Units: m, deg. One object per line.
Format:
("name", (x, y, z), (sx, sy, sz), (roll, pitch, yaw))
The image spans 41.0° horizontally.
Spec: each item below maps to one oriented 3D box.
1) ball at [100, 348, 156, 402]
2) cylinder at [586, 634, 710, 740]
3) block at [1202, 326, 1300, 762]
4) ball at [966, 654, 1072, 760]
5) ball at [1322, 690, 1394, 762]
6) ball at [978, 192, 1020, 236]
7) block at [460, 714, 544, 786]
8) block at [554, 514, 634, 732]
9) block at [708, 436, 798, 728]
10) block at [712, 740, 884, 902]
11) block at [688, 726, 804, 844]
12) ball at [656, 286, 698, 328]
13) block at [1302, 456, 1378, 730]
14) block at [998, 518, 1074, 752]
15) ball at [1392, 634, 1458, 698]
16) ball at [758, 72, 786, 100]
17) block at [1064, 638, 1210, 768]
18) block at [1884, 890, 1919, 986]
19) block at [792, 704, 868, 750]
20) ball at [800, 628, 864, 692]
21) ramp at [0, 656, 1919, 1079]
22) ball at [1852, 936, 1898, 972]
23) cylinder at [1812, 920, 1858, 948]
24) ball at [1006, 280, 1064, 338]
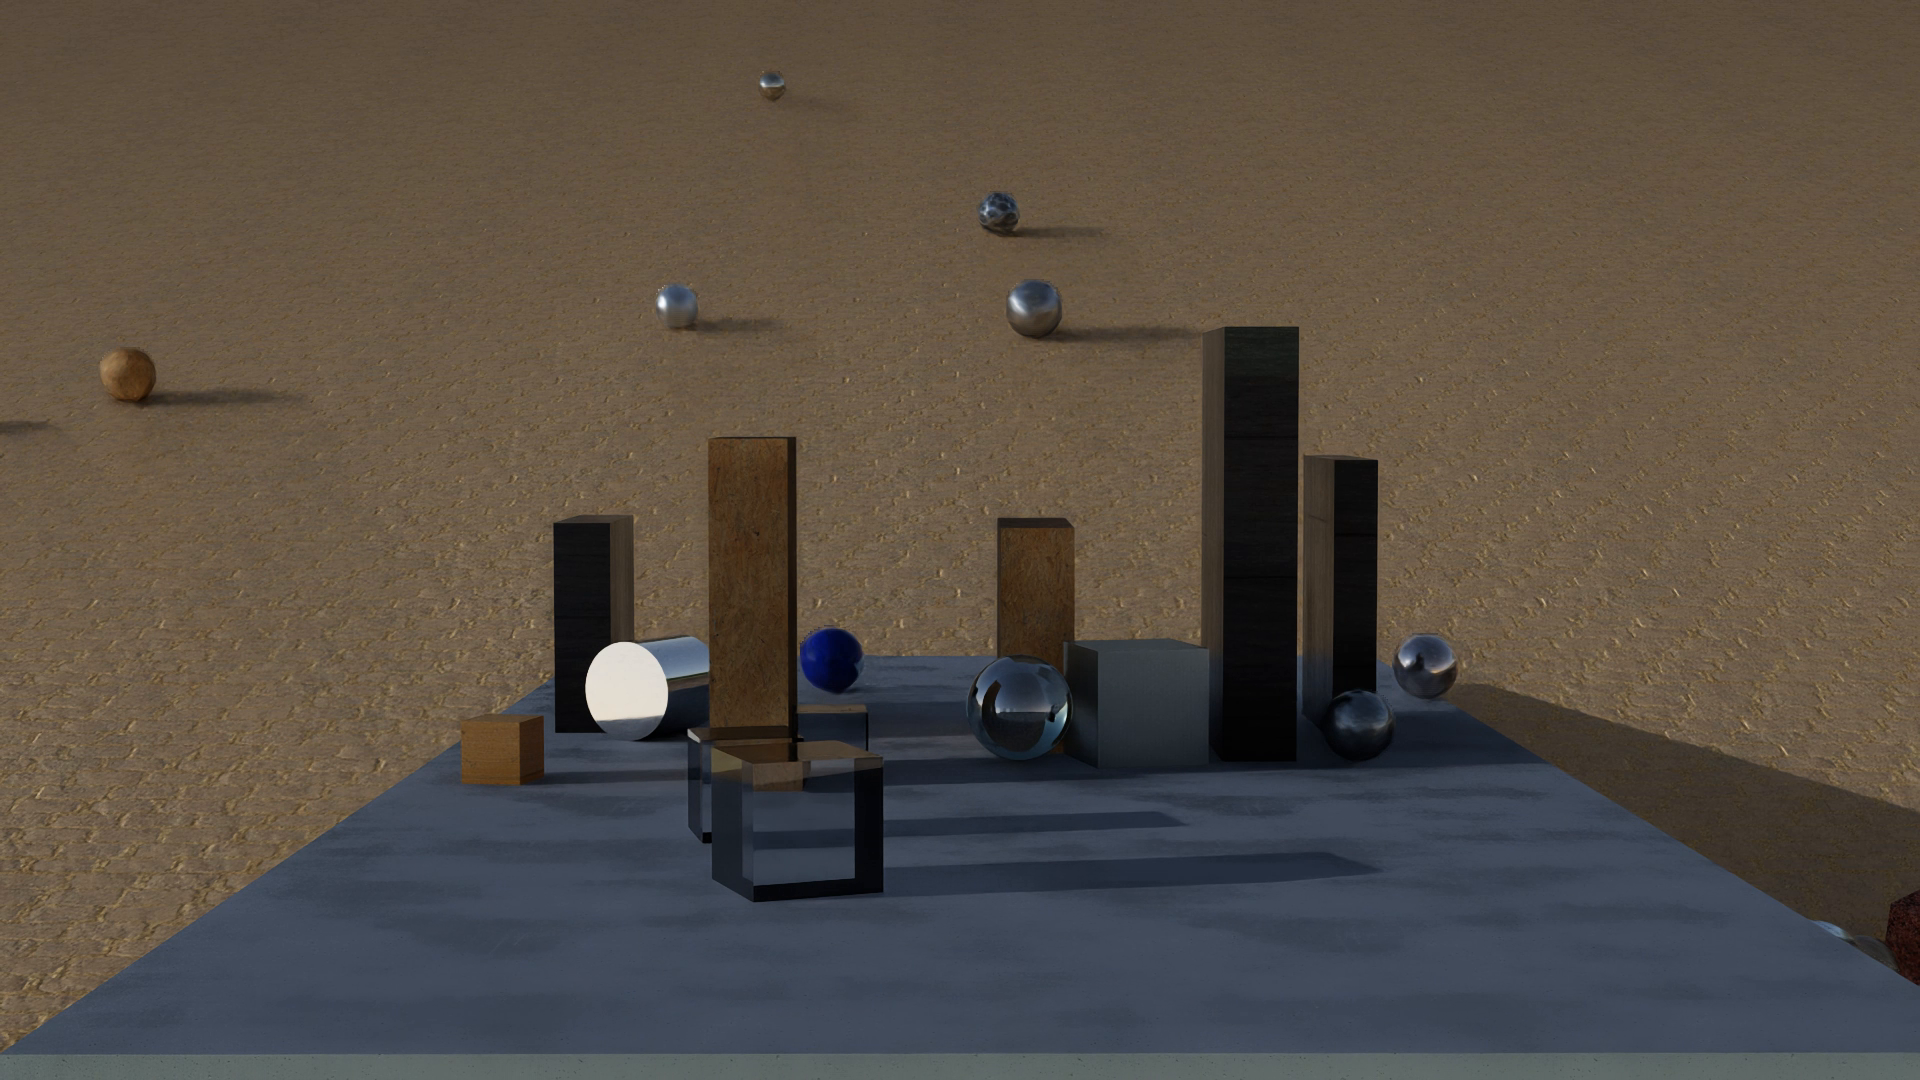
("ball", (-2.820, -0.560, 8.715), (0.182, 0.182, 0.182), (0, 21, 0))
("cylinder", (-0.590, 0.283, 4.962), (0.189, 0.189, 0.189), (11, 8, 26))
("block", (0.535, -0.002, 4.781), (0.132, 0.775, 0.410), (0, 3, 0))
("ball", (0.107, 0.300, 4.610), (0.191, 0.191, 0.191), (0, 21, 0))
("ball", (0.713, 0.332, 4.600), (0.128, 0.128, 0.128), (0, 21, 0))
("ball", (0.163, -1.367, 10.784), (0.176, 0.176, 0.176), (0, 21, 0))
("block", (-0.778, 0.356, 4.377), (0.105, 0.105, 0.105), (1, 3, 13))
("block", (-0.733, 0.161, 5.174), (0.110, 0.409, 0.366), (0, 3, 0))
("block", (-0.354, 0.115, 4.418), (0.132, 0.581, 0.244), (0, 3, 0))
("block", (-0.217, 0.370, 3.412), (0.179, 0.179, 0.179), (-1, 3, -23))
("block", (-0.320, 0.362, 3.830), (0.150, 0.150, 0.150), (-1, 3, -14))
("ball", (-1.048, -0.865, 9.526), (0.159, 0.159, 0.159), (0, 21, 0))
("block", (0.747, 0.104, 5.075), (0.083, 0.533, 0.427), (0, 3, 0))
("block", (0.142, 0.173, 4.910), (0.135, 0.413, 0.419), (0, 3, 0))
("ball", (1.010, 0.274, 5.574), (0.140, 0.140, 0.140), (0, 21, 0))
("ball", (-0.977, -2.357, 13.352), (0.144, 0.144, 0.144), (0, 21, 0))
("block", (0.315, 0.291, 4.627), (0.206, 0.206, 0.206), (-1, 3, -15))
("block", (2.001, 0.816, 5.249), (0.150, 0.150, 0.150), (-15, 26, -34))
("block", (-0.220, 0.348, 4.354), (0.124, 0.124, 0.124), (0, 3, -5))
("ball", (-0.284, 0.266, 5.719), (0.143, 0.143, 0.143), (0, 21, 0))
("ramp", (0.050, 0.450, 4.532), (2.000, 0.100, 4.000), (0, 3, 0))
("ball", (1.814, 0.861, 5.161), (0.132, 0.132, 0.132), (0, 21, 0))
("cylinder", (1.672, 0.881, 5.016), (0.202, 0.202, 0.202), (3, 22, 8))
("ball", (0.272, -0.842, 9.399), (0.209, 0.209, 0.209), (0, 21, 0))
